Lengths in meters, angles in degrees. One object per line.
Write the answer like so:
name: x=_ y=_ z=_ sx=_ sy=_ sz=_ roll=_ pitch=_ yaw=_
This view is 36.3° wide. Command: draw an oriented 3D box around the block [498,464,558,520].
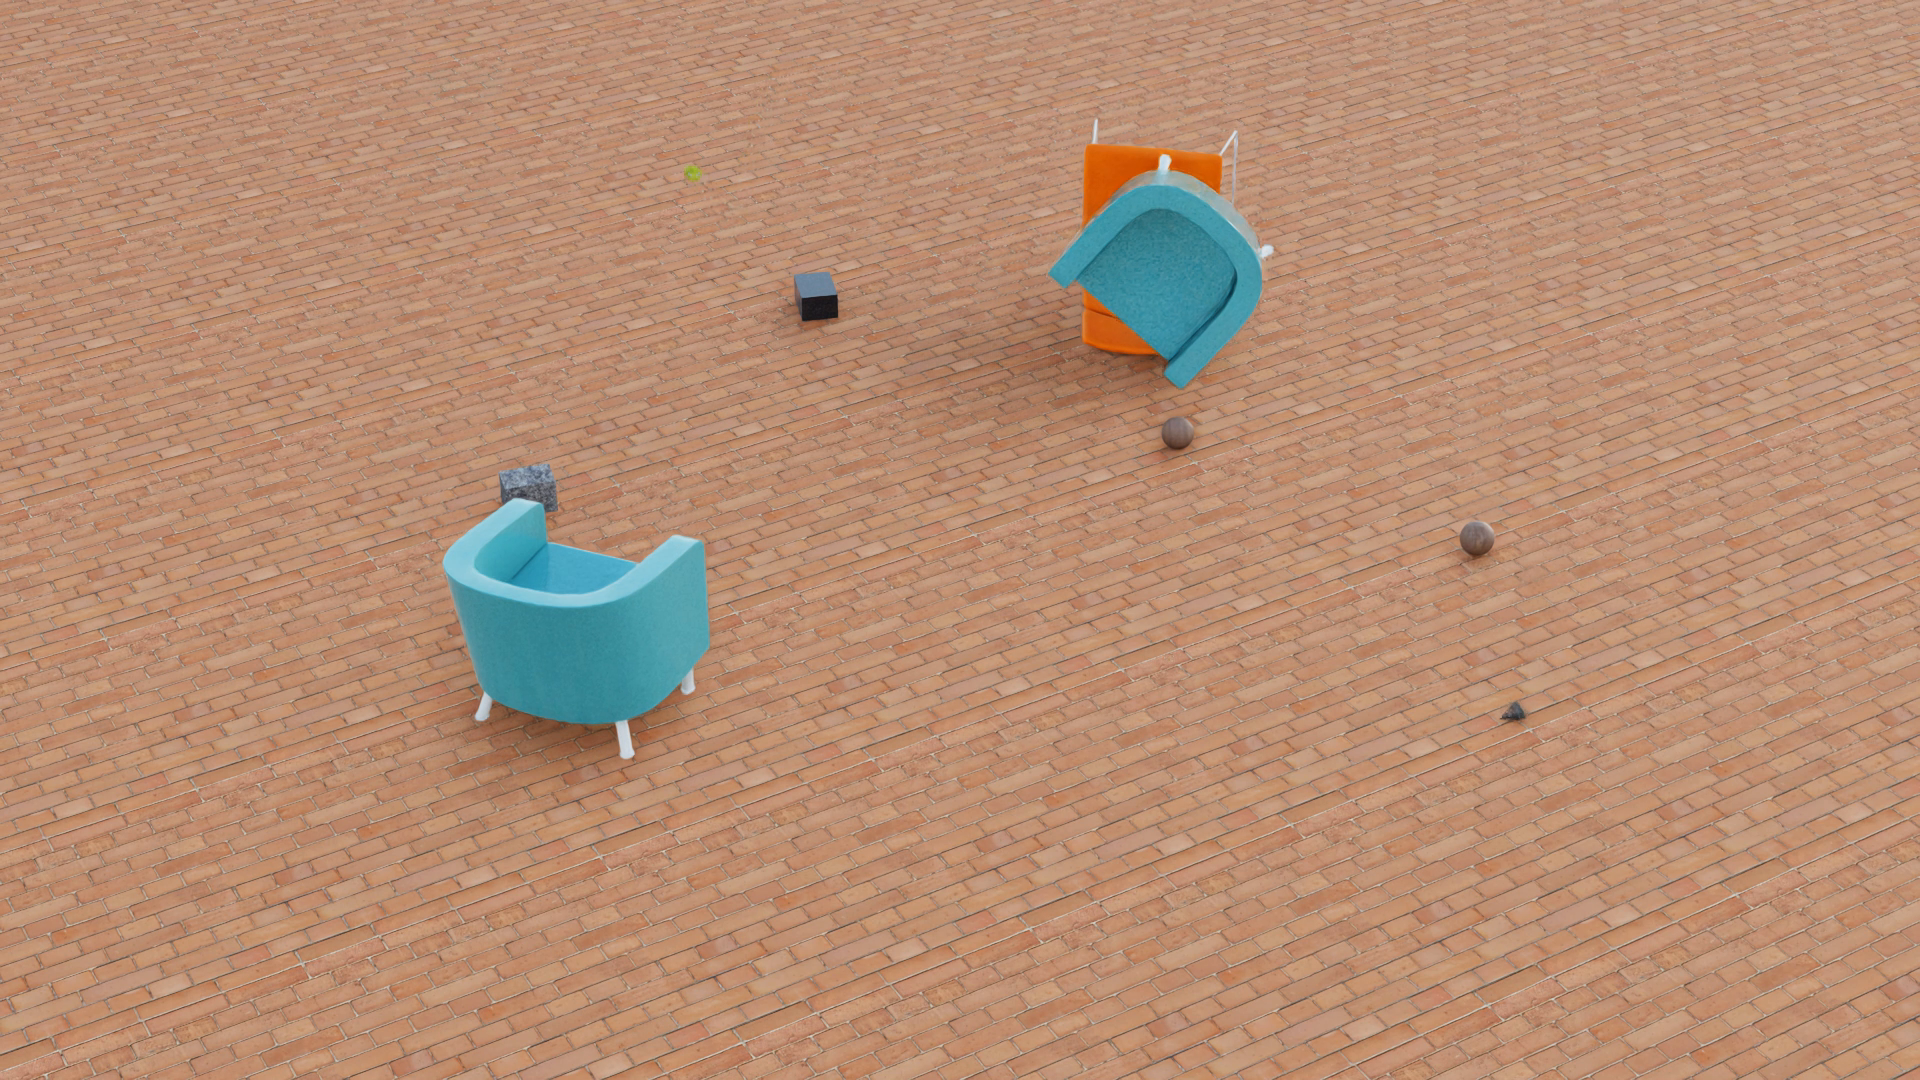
block: x=-1.634 y=-0.185 z=11.102 sx=0.192 sy=0.135 sz=0.132 roll=-10 pitch=35 yaw=-15

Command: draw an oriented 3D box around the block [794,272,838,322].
block: x=-0.610 y=-1.032 z=12.409 sx=0.153 sy=0.111 sz=0.209 roll=-7 pitch=34 yaw=-10

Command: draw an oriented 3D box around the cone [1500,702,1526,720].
cone: x=1.878 y=0.596 z=10.017 sx=0.080 sy=0.053 sz=0.079 roll=-24 pitch=38 yaw=-2
